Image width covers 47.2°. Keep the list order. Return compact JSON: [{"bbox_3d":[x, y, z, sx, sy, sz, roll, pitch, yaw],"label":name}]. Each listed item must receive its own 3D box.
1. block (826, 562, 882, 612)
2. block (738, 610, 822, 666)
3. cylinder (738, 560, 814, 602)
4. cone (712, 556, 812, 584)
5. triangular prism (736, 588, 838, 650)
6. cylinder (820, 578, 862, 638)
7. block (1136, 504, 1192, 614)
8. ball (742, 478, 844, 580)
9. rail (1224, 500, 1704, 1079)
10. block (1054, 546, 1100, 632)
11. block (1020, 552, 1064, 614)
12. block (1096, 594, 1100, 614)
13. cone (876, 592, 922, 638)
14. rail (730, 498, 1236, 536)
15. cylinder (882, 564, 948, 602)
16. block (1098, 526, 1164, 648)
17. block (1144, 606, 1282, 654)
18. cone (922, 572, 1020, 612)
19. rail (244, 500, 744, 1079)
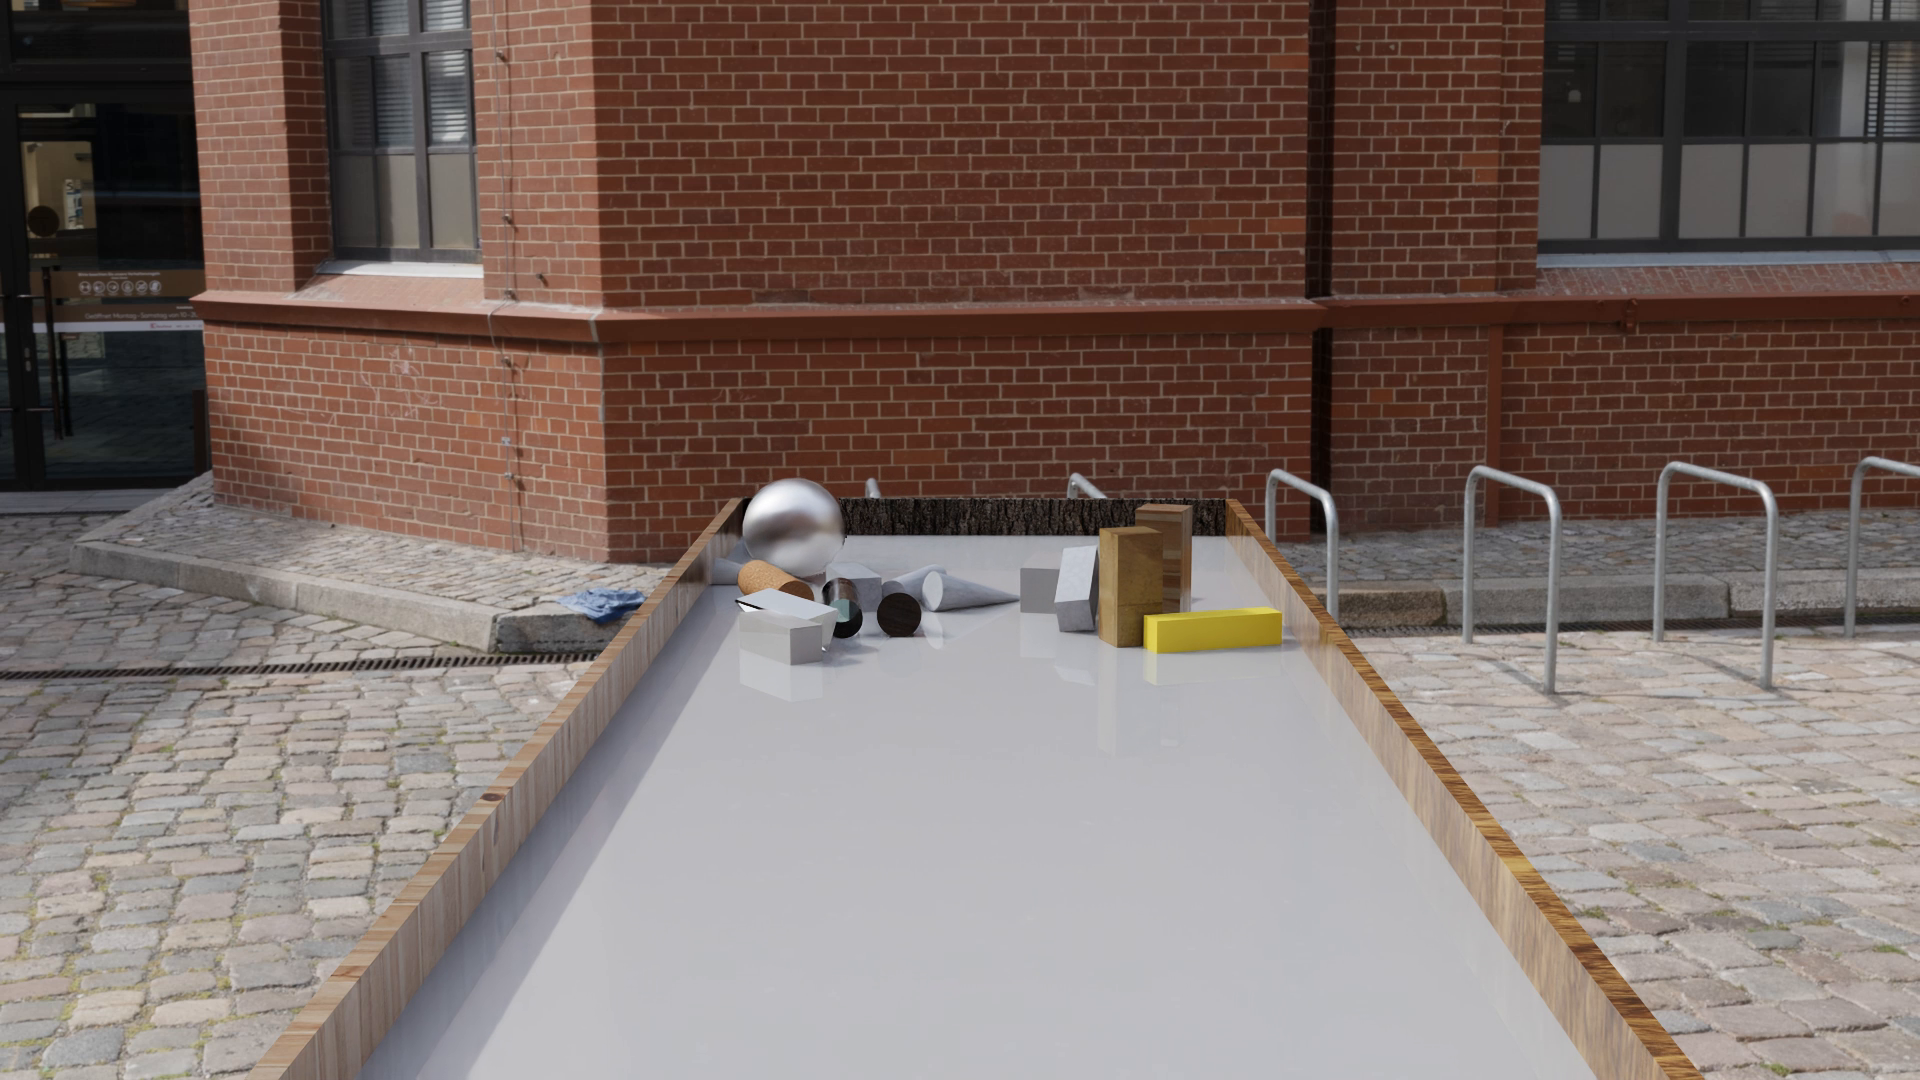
[{"bbox_3d":[-0.369,0.163,7.604,0.118,0.118,0.321,-3,9,-17],"label":"block"},{"bbox_3d":[-0.554,0.298,6.772,0.113,0.113,0.312,-6,11,-34],"label":"block"},{"bbox_3d":[-0.628,0.171,7.482,0.140,0.140,0.446,-3,10,-21],"label":"cylinder"},{"bbox_3d":[-0.711,0.136,7.990,0.373,0.103,0.103,7,9,-4],"label":"cone"},{"bbox_3d":[-0.535,0.229,7.000,0.116,0.134,0.444,-49,30,-18],"label":"triangular prism"},{"bbox_3d":[-0.389,0.220,7.211,0.128,0.128,0.398,-1,9,-4],"label":"cylinder"},{"bbox_3d":[0.665,0.088,7.197,0.154,0.393,0.154,3,10,19],"label":"block"},{"bbox_3d":[-0.611,-0.043,8.083,0.374,0.374,0.374,0,9,0],"label":"ball"},{"bbox_3d":[1.046,0.843,3.208,0.050,0.150,12.000,0,9,1],"label":"rail"},{"bbox_3d":[0.391,0.158,7.245,0.112,0.112,0.353,-6,28,11],"label":"block"},{"bbox_3d":[0.314,0.146,7.600,0.153,0.153,0.352,2,9,11],"label":"block"},{"bbox_3d":[0.550,0.157,7.599,0.132,0.132,0.403,5,10,30],"label":"block"},{"bbox_3d":[-0.187,0.252,7.196,0.144,0.144,0.306,1,-4,3],"label":"cone"},{"bbox_3d":[0.099,-0.098,9.147,2.100,0.150,0.050,0,9,1],"label":"rail"},{"bbox_3d":[-0.159,0.163,7.645,0.105,0.105,0.352,4,10,23],"label":"cylinder"},{"bbox_3d":[0.539,0.146,6.950,0.153,0.355,0.153,-3,9,-18],"label":"block"},{"bbox_3d":[0.794,0.282,6.905,0.430,0.102,0.102,-3,10,-19],"label":"block"},{"bbox_3d":[0.079,0.191,7.589,0.409,0.136,0.136,6,5,-32],"label":"cone"},{"bbox_3d":[-1.004,0.839,3.234,0.050,0.150,12.000,0,9,1],"label":"rail"}]
